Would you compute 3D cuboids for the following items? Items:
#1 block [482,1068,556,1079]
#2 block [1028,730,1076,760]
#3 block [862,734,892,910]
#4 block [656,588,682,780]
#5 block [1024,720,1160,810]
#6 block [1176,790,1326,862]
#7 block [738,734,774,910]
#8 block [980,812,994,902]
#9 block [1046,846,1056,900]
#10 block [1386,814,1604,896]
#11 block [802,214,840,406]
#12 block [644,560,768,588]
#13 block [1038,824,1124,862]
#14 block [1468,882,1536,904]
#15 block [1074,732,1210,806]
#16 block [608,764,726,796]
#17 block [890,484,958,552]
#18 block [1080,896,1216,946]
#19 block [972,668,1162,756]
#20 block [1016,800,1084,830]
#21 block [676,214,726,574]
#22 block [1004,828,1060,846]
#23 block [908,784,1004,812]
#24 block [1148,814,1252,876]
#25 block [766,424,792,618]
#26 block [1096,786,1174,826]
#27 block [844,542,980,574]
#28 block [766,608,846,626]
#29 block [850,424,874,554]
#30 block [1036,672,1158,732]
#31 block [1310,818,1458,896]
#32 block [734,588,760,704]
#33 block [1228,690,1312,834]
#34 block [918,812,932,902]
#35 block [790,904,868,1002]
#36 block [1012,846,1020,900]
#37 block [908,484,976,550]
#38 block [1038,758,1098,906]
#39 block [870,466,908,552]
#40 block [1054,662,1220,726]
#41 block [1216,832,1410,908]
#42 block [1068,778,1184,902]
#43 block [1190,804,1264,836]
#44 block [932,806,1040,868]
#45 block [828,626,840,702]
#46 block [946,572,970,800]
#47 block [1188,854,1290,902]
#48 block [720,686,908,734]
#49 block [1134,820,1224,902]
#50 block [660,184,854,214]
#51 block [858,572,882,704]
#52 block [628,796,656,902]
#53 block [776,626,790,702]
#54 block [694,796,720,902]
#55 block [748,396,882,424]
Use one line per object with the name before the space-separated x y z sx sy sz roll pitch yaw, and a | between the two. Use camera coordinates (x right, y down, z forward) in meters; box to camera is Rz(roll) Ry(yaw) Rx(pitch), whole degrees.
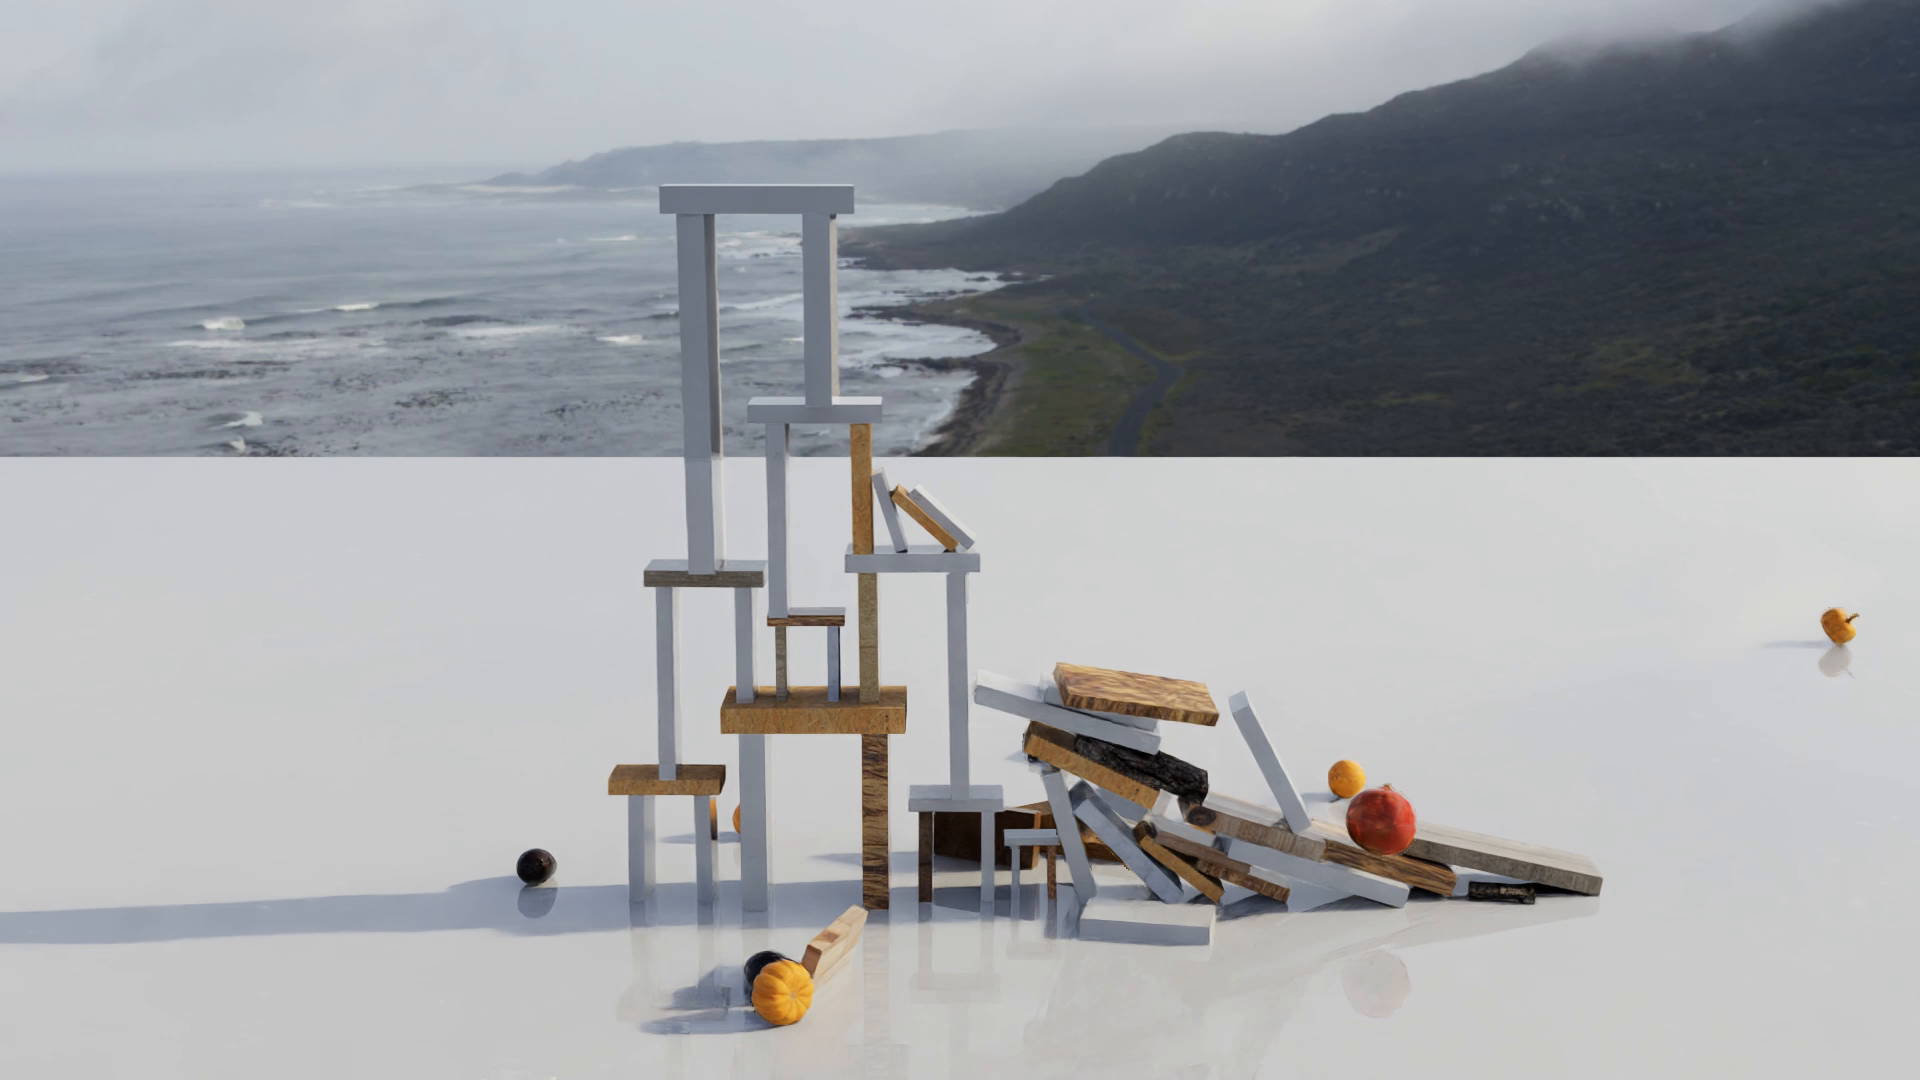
block | -0.604 0.732 2.837 0.087 0.025 0.175 4 11 19
block | 0.228 0.420 4.511 0.095 0.027 0.190 6 12 30
block | -0.138 0.444 3.639 0.042 0.297 0.149 0 11 0
block | -0.477 0.225 3.605 0.027 0.322 0.096 0 11 0
block | 0.216 0.367 3.623 0.229 0.032 0.114 25 10 -1
block | 0.480 0.466 3.634 0.234 0.033 0.117 17 10 -4
block | -0.336 0.445 3.639 0.042 0.297 0.149 0 11 0
block | 0.046 0.514 3.653 0.022 0.155 0.077 0 11 0
block | 0.152 0.545 3.657 0.013 0.093 0.046 -2 11 0
block | 0.900 0.531 3.713 0.345 0.032 0.113 12 11 1
block | -0.220 -0.369 3.486 0.042 0.298 0.149 0 11 1
block | -0.411 0.054 3.572 0.192 0.027 0.096 0 11 1
block | 0.239 0.533 3.895 0.204 0.029 0.102 4 11 19
block | 0.899 0.586 3.652 0.105 0.015 0.053 2 11 12
block | 0.299 0.365 3.624 0.226 0.032 0.113 23 10 1
block | -0.484 0.396 3.639 0.183 0.026 0.091 0 11 0
block | -0.057 -0.036 3.546 0.131 0.018 0.065 41 8 -7
block | 0.300 0.606 3.504 0.204 0.029 0.102 2 11 11
block | 0.174 0.282 3.614 0.310 0.032 0.113 16 10 -3
block | 0.117 0.502 3.939 0.204 0.029 0.102 -11 6 -1
block | -0.412 -0.237 3.513 0.042 0.567 0.149 -1 11 1
block | 0.119 0.493 3.647 0.093 0.013 0.046 0 11 -1
block | -0.006 0.427 3.638 0.155 0.022 0.077 0 11 0
block | 0.397 0.503 3.637 0.165 0.023 0.082 20 10 -6
block | -0.292 -0.039 3.550 0.030 0.314 0.105 0 11 0
block | 0.318 0.457 3.997 0.032 0.113 0.225 33 -10 -19
block | -0.075 0.027 3.566 0.217 0.031 0.108 0 11 0
block | -0.249 0.125 3.579 0.126 0.018 0.063 0 11 -1
block | -0.157 -0.090 3.541 0.030 0.211 0.105 -1 11 0
block | 0.225 0.265 3.616 0.190 0.027 0.095 16 10 -7
block | 0.703 0.529 3.679 0.234 0.033 0.117 17 9 -4
block | -0.348 0.162 3.592 0.027 0.192 0.096 0 11 0
block | 0.509 0.364 3.615 0.032 0.226 0.113 -27 6 7
block | -0.057 0.514 3.653 0.022 0.155 0.077 0 11 0
block | -0.194 0.615 3.284 0.025 0.087 0.175 24 17 15
block | 0.092 0.545 3.657 0.013 0.093 0.046 0 11 0
block | -0.028 -0.039 3.555 0.131 0.018 0.065 42 9 -4
block | 0.180 0.478 3.649 0.032 0.229 0.114 -16 10 2
block | -0.114 -0.050 3.542 0.018 0.131 0.065 -17 10 3
block | 0.288 0.252 3.592 0.266 0.025 0.087 9 30 -18
block | 0.582 0.533 3.638 0.307 0.033 0.117 17 9 -5
block | 0.275 0.500 3.645 0.032 0.229 0.114 -44 8 7
block | 0.477 0.520 3.957 0.113 0.032 0.225 3 11 14
block | 0.046 0.510 3.834 0.190 0.095 0.027 5 5 25
block | -0.206 0.195 3.593 0.018 0.126 0.063 0 11 0
block | -0.003 0.229 3.607 0.031 0.379 0.108 -1 11 0
block | 0.465 0.551 3.659 0.165 0.023 0.082 21 10 -4
block | -0.237 0.278 3.608 0.297 0.042 0.148 0 11 0
block | 0.364 0.533 3.654 0.165 0.023 0.082 37 8 -7
block | -0.317 -0.536 3.454 0.298 0.042 0.149 0 11 -3
block | -0.147 0.149 3.590 0.031 0.217 0.108 0 11 0
block | -0.529 0.499 3.657 0.026 0.183 0.091 2 11 3
block | -0.290 0.195 3.592 0.018 0.126 0.063 0 11 0
block | -0.421 0.499 3.657 0.026 0.183 0.091 0 11 0
block | -0.230 -0.208 3.516 0.211 0.030 0.105 0 11 -1
